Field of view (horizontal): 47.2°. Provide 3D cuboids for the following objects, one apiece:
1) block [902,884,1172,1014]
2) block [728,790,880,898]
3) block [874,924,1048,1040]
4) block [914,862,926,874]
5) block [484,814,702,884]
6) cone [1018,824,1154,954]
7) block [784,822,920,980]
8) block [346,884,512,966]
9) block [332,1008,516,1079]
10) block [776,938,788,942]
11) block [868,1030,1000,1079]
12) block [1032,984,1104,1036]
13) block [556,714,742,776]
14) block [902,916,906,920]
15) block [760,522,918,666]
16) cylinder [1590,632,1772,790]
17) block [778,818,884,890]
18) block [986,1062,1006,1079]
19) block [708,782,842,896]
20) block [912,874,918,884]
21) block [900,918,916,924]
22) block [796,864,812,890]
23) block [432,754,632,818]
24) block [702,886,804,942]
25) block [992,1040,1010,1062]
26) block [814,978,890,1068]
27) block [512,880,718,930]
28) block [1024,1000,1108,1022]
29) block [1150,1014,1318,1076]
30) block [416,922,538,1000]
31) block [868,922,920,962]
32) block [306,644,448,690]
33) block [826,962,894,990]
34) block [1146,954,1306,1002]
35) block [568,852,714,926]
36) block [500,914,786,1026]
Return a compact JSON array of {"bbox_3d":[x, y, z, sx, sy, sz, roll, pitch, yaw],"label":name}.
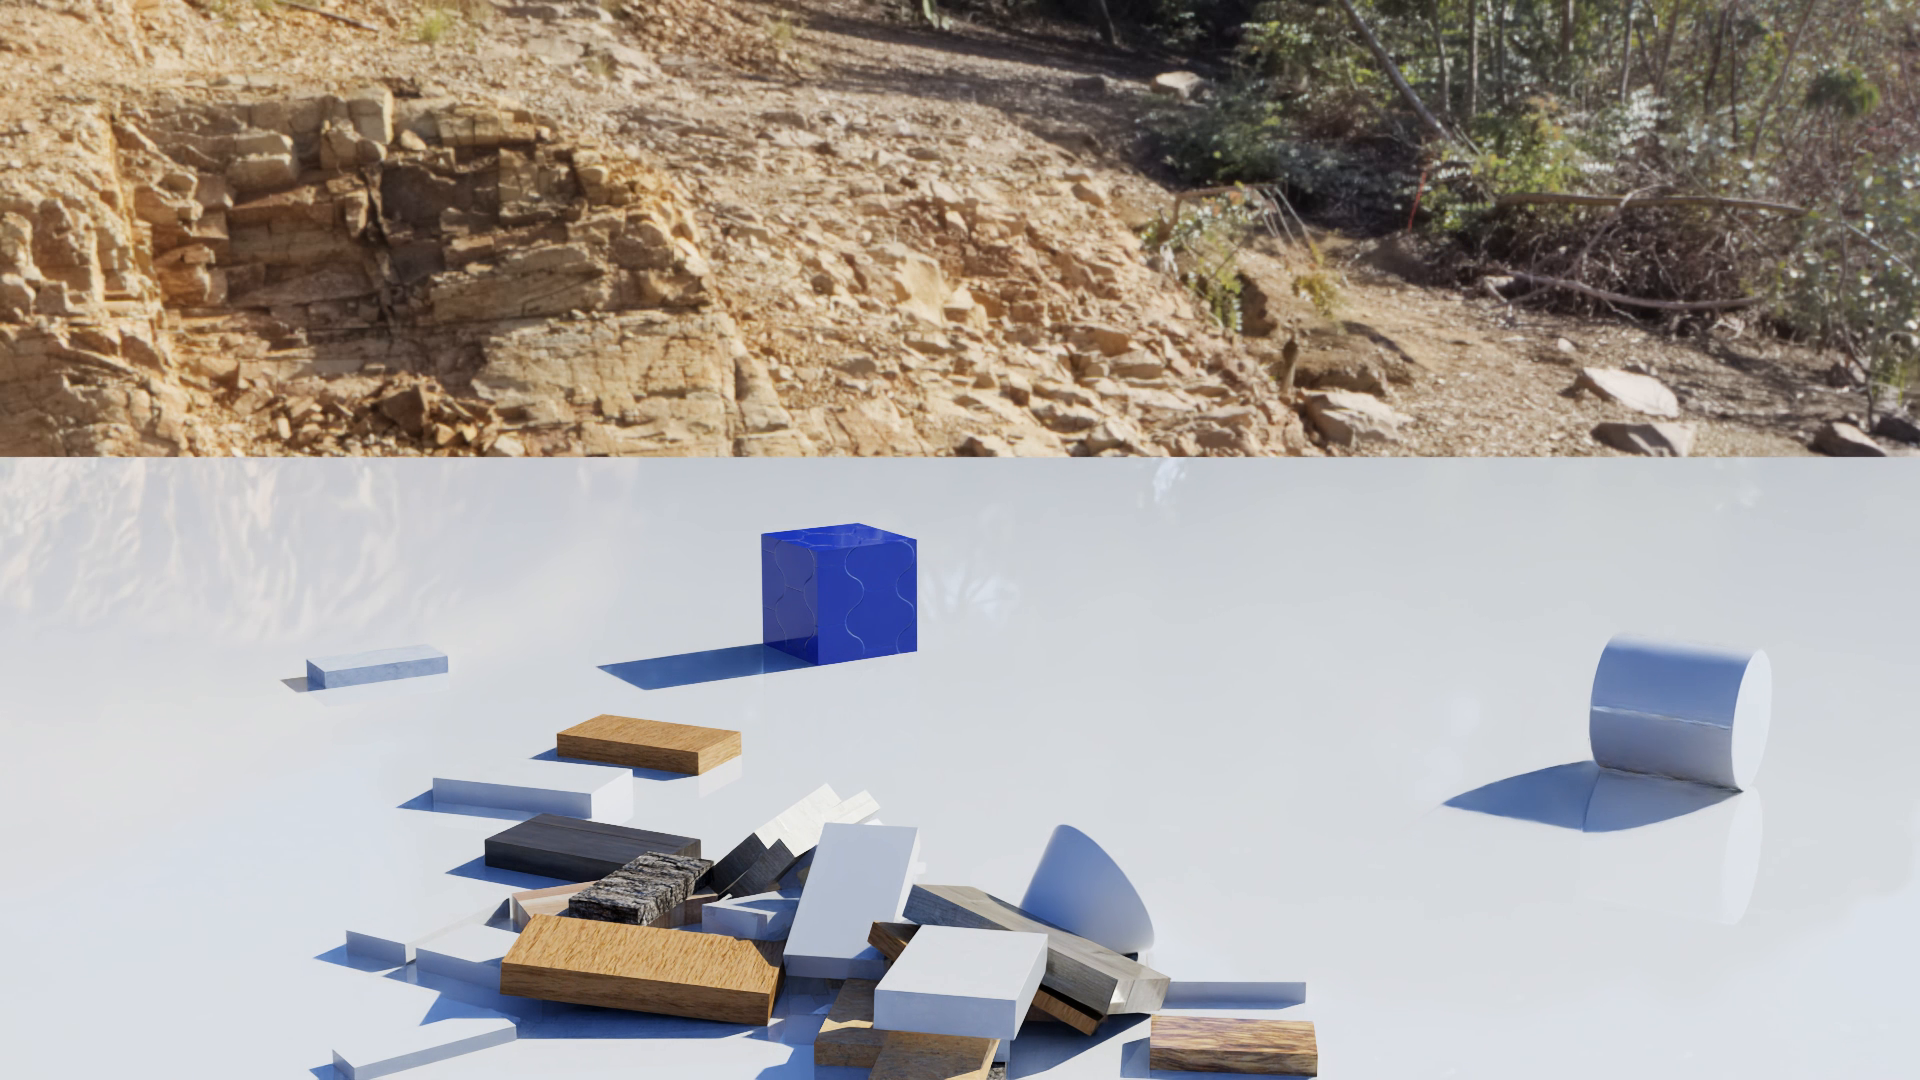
[{"bbox_3d":[0.110,0.589,3.184,0.355,0.050,0.177,20,1,31],"label":"block"},{"bbox_3d":[-0.258,0.518,3.691,0.041,0.145,0.291,48,26,11],"label":"block"},{"bbox_3d":[0.007,0.579,2.900,0.177,0.050,0.355,3,3,9],"label":"block"},{"bbox_3d":[-0.103,0.535,3.590,0.061,0.017,0.122,2,-5,17],"label":"block"},{"bbox_3d":[-0.635,0.541,3.804,0.335,0.047,0.167,5,12,26],"label":"block"},{"bbox_3d":[0.129,0.597,3.344,0.235,0.235,0.235,-34,25,-21],"label":"cone"},{"bbox_3d":[-0.160,0.544,3.333,0.149,0.042,0.299,2,33,9],"label":"block"},{"bbox_3d":[-0.837,0.607,3.483,0.123,0.035,0.247,6,12,29],"label":"block"},{"bbox_3d":[-0.738,0.696,3.035,0.235,0.022,0.078,-8,13,-36],"label":"block"},{"bbox_3d":[-0.216,0.628,3.375,0.230,0.033,0.115,-1,11,-7],"label":"block"},{"bbox_3d":[-0.036,0.658,2.727,0.130,0.037,0.259,3,16,11],"label":"block"},{"bbox_3d":[0.124,0.645,3.090,0.157,0.022,0.078,27,-1,12],"label":"block"},{"bbox_3d":[-0.633,0.415,4.480,0.335,0.047,0.167,5,12,24],"label":"block"},{"bbox_3d":[-0.031,0.622,3.316,0.104,0.030,0.209,9,10,-28],"label":"block"},{"bbox_3d":[-0.297,0.128,5.394,0.278,0.278,0.278,-7,13,-33],"label":"block"},{"bbox_3d":[1.412,0.333,4.307,0.272,0.272,0.272,7,13,34],"label":"cylinder"},{"bbox_3d":[-0.211,0.530,3.682,0.030,0.104,0.209,50,23,14],"label":"block"},{"bbox_3d":[-0.008,0.702,2.836,0.130,0.037,0.259,0,0,3],"label":"block"},{"bbox_3d":[-0.322,0.511,3.744,0.145,0.041,0.291,-41,-6,22],"label":"block"},{"bbox_3d":[-0.129,0.548,3.561,0.061,0.017,0.121,0,-6,33],"label":"block"},{"bbox_3d":[-0.089,0.597,3.295,0.107,0.015,0.054,-28,26,1],"label":"block"},{"bbox_3d":[-0.165,0.520,3.585,0.104,0.030,0.209,-31,-14,27],"label":"block"},{"bbox_3d":[-0.814,0.468,4.196,0.335,0.047,0.167,3,11,18],"label":"block"},{"bbox_3d":[-0.242,0.581,3.456,0.149,0.042,0.299,-1,0,43],"label":"block"},{"bbox_3d":[0.003,0.667,2.987,0.130,0.037,0.259,0,-3,2],"label":"block"},{"bbox_3d":[-0.125,0.679,3.098,0.115,0.033,0.230,1,11,8],"label":"block"},{"bbox_3d":[-0.556,0.591,3.546,0.299,0.042,0.149,-5,12,-25],"label":"block"},{"bbox_3d":[0.136,0.670,3.179,0.157,0.022,0.078,1,11,4],"label":"block"},{"bbox_3d":[0.375,0.694,3.021,0.225,0.032,0.112,1,11,6],"label":"block"},{"bbox_3d":[-0.687,0.636,3.326,0.247,0.035,0.123,6,12,30],"label":"block"},{"bbox_3d":[-0.012,0.602,3.217,0.225,0.032,0.112,12,8,-39],"label":"block"},{"bbox_3d":[-1.363,0.295,5.146,0.291,0.041,0.145,-7,12,-32],"label":"block"},{"bbox_3d":[-0.147,0.652,3.295,0.107,0.015,0.054,-2,11,-13],"label":"block"},{"bbox_3d":[0.393,0.649,3.263,0.225,0.032,0.112,0,11,1],"label":"block"},{"bbox_3d":[-0.506,0.558,3.512,0.123,0.035,0.247,4,11,22],"label":"block"},{"bbox_3d":[-0.457,0.626,3.216,0.387,0.050,0.177,6,13,3],"label":"block"}]
